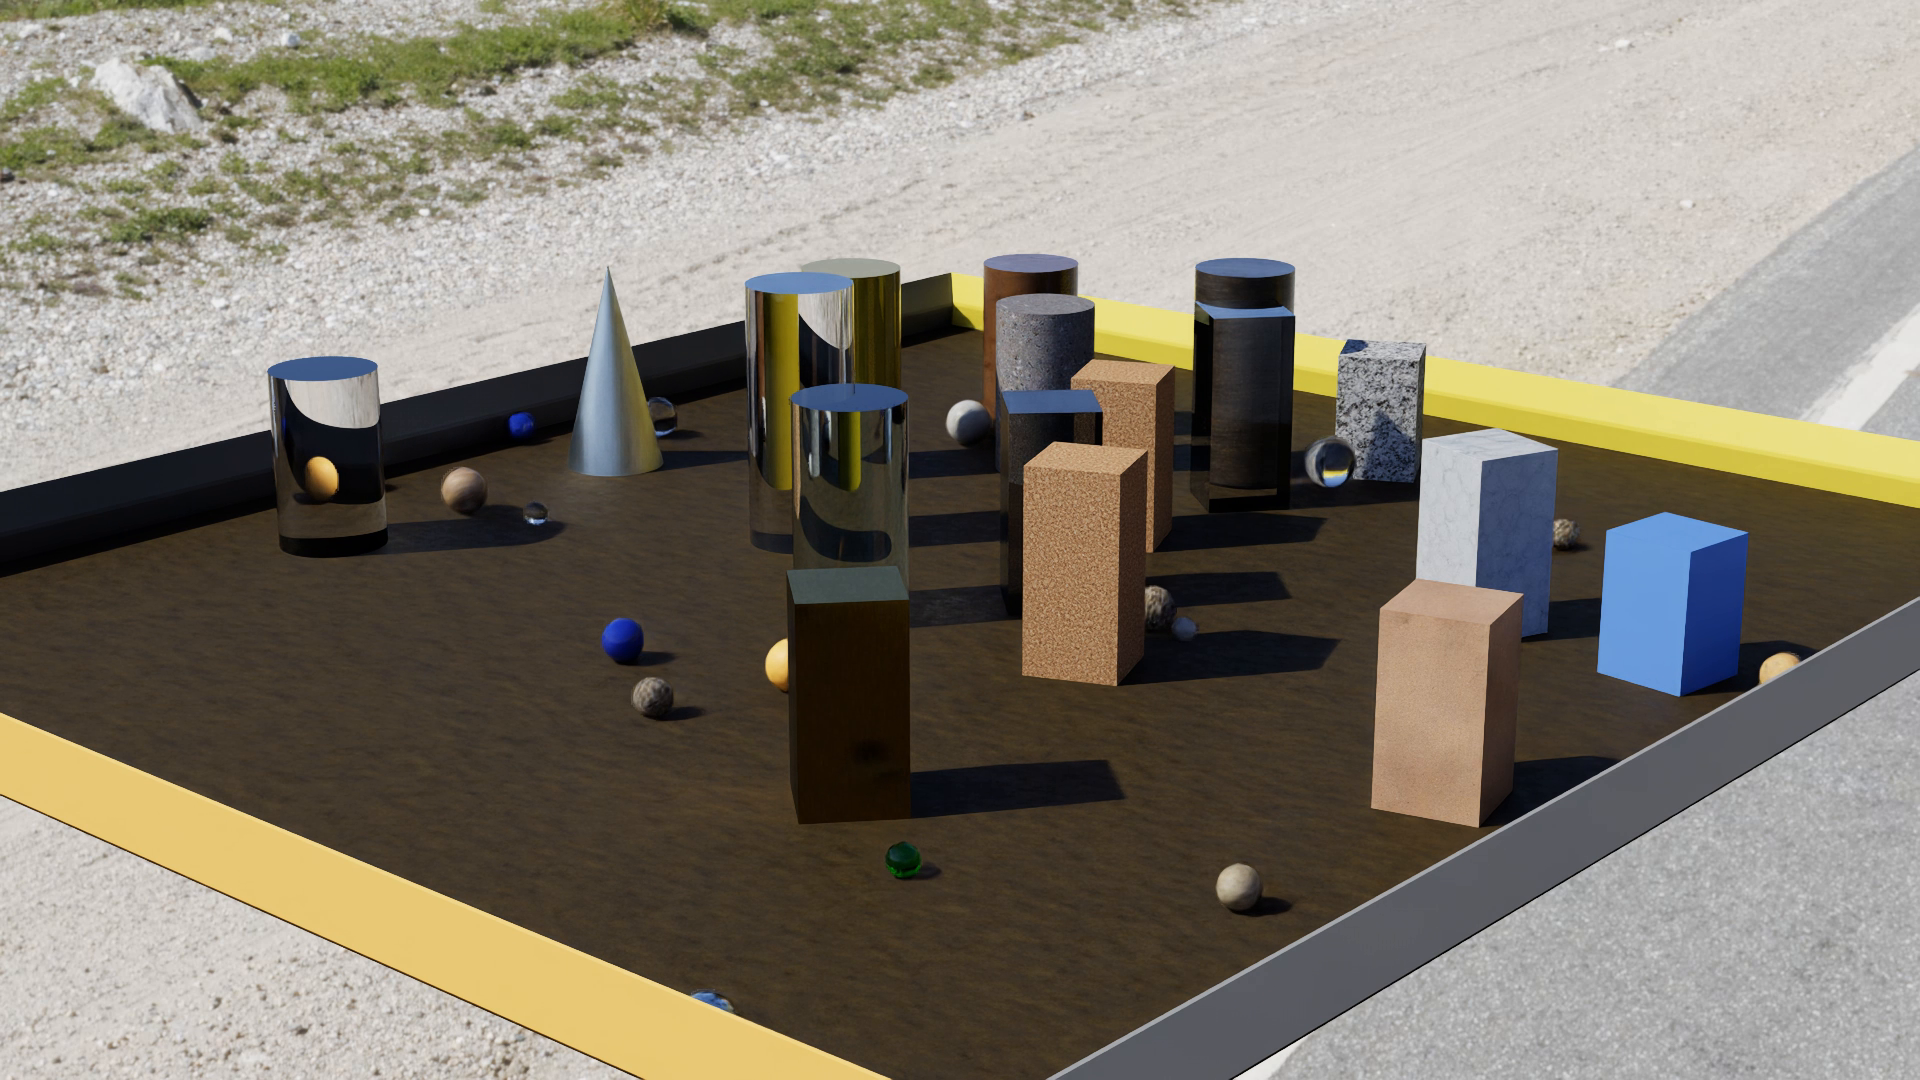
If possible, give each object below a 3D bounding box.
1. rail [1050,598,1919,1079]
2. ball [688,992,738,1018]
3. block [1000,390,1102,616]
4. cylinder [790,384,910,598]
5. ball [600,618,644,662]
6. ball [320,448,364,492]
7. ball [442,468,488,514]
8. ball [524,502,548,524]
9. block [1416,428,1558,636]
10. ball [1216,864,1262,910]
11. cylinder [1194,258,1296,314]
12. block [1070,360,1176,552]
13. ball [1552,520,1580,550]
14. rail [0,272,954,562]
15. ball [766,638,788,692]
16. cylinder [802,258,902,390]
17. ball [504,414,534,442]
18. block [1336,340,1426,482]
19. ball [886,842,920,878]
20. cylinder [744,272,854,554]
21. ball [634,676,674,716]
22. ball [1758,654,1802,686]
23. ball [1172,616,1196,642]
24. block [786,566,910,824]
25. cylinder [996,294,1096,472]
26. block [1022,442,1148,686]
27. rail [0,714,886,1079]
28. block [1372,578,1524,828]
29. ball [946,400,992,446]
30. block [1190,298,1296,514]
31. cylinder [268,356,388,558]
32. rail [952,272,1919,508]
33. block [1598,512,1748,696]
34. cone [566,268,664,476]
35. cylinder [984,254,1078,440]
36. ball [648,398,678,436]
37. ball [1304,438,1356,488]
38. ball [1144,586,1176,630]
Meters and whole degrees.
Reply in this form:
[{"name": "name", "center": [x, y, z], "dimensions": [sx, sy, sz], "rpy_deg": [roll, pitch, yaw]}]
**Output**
[{"name": "rail", "center": [1.068, 0.300, 4.232], "dimensions": [0.045, 0.129, 3.250], "rpy_deg": [14, 22, 39]}, {"name": "ball", "center": [-0.297, 0.568, 3.431], "dimensions": [0.079, 0.079, 0.079], "rpy_deg": [0, 17, 0]}, {"name": "block", "center": [0.156, -0.066, 5.053], "dimensions": [0.159, 0.357, 0.159], "rpy_deg": [-1, 17, -4]}, {"name": "cylinder", "center": [-0.186, -0.057, 4.979], "dimensions": [0.198, 0.382, 0.198], "rpy_deg": [0, 17, 0]}, {"name": "ball", "center": [-0.551, 0.163, 4.789], "dimensions": [0.071, 0.071, 0.071], "rpy_deg": [0, 17, 0]}, {"name": "ball", "center": [-1.214, -0.139, 5.761], "dimensions": [0.088, 0.088, 0.088], "rpy_deg": [0, 17, 0]}, {"name": "ball", "center": [-0.948, -0.095, 5.618], "dimensions": [0.087, 0.087, 0.087], "rpy_deg": [0, 17, 0]}, {"name": "ball", "center": [-0.802, -0.050, 5.545], "dimensions": [0.043, 0.043, 0.043], "rpy_deg": [0, 17, 0]}, {"name": "block", "center": [0.882, -0.007, 4.922], "dimensions": [0.159, 0.319, 0.159], "rpy_deg": [-9, 19, -27]}, {"name": "ball", "center": [0.366, 0.455, 3.839], "dimensions": [0.061, 0.061, 0.061], "rpy_deg": [0, 17, 0]}, {"name": "cylinder", "center": [0.566, -0.343, 5.877], "dimensions": [0.198, 0.413, 0.198], "rpy_deg": [0, 17, 0]}, {"name": "block", "center": [0.300, -0.157, 5.425], "dimensions": [0.159, 0.317, 0.159], "rpy_deg": [5, 17, 16]}, {"name": "ball", "center": [1.110, -0.010, 5.391], "dimensions": [0.056, 0.056, 0.056], "rpy_deg": [0, 17, 0]}, {"name": "rail", "center": [-1.068, -0.235, 6.008], "dimensions": [0.045, 0.129, 3.250], "rpy_deg": [14, 22, 39]}, {"name": "ball", "center": [-0.266, 0.198, 4.649], "dimensions": [0.085, 0.085, 0.085], "rpy_deg": [0, 17, 0]}, {"name": "cylinder", "center": [-0.216, -0.341, 5.870], "dimensions": [0.198, 0.413, 0.198], "rpy_deg": [0, 17, 0]}, {"name": "ball", "center": [-0.920, -0.235, 6.126], "dimensions": [0.061, 0.061, 0.061], "rpy_deg": [0, 17, 0]}, {"name": "block", "center": [0.844, -0.261, 5.887], "dimensions": [0.159, 0.249, 0.159], "rpy_deg": [4, 17, 13]}, {"name": "ball", "center": [-0.076, 0.430, 3.943], "dimensions": [0.048, 0.048, 0.048], "rpy_deg": [0, 17, 0]}, {"name": "cylinder", "center": [-0.292, -0.234, 5.390], "dimensions": [0.198, 0.485, 0.198], "rpy_deg": [0, 17, 0]}, {"name": "ball", "center": [-0.474, 0.242, 4.540], "dimensions": [0.063, 0.063, 0.063], "rpy_deg": [0, 17, 0]}, {"name": "ball", "center": [1.294, 0.215, 4.609], "dimensions": [0.075, 0.075, 0.075], "rpy_deg": [0, 17, 0]}, {"name": "ball", "center": [0.374, 0.148, 4.891], "dimensions": [0.041, 0.041, 0.041], "rpy_deg": [0, 17, 0]}, {"name": "block", "center": [-0.159, 0.219, 4.163], "dimensions": [0.159, 0.326, 0.159], "rpy_deg": [-2, 17, -7]}, {"name": "cylinder", "center": [0.171, -0.310, 5.901], "dimensions": [0.198, 0.336, 0.198], "rpy_deg": [0, 17, 0]}, {"name": "block", "center": [0.202, 0.036, 4.726], "dimensions": [0.159, 0.350, 0.159], "rpy_deg": [6, 18, 18]}, {"name": "rail", "center": [-1.050, 0.381, 3.962], "dimensions": [2.877, 0.129, 0.045], "rpy_deg": [14, 22, 39]}, {"name": "block", "center": [0.694, 0.229, 4.173], "dimensions": [0.159, 0.299, 0.159], "rpy_deg": [8, 19, 26]}, {"name": "ball", "center": [0.019, -0.244, 6.101], "dimensions": [0.094, 0.094, 0.094], "rpy_deg": [0, 17, 0]}, {"name": "block", "center": [0.543, -0.260, 5.655], "dimensions": [0.159, 0.381, 0.159], "rpy_deg": [-3, 17, -9]}, {"name": "cylinder", "center": [-1.161, -0.154, 5.391], "dimensions": [0.198, 0.331, 0.198], "rpy_deg": [0, 17, 0]}, {"name": "rail", "center": [1.050, -0.317, 6.277], "dimensions": [2.877, 0.129, 0.045], "rpy_deg": [14, 22, 39]}, {"name": "block", "center": [1.143, 0.101, 4.704], "dimensions": [0.159, 0.239, 0.159], "rpy_deg": [-15, 22, -40]}, {"name": "cone", "center": [-0.703, -0.353, 5.913], "dimensions": [0.198, 0.412, 0.198], "rpy_deg": [0, 17, 0]}, {"name": "cylinder", "center": [0.148, -0.403, 6.159], "dimensions": [0.198, 0.364, 0.198], "rpy_deg": [0, 17, 0]}, {"name": "ball", "center": [-0.635, -0.258, 6.168], "dimensions": [0.081, 0.081, 0.081], "rpy_deg": [0, 17, 0]}, {"name": "ball", "center": [0.730, -0.152, 5.788], "dimensions": [0.099, 0.099, 0.099], "rpy_deg": [0, 17, 0]}, {"name": "ball", "center": [0.326, 0.115, 4.943], "dimensions": [0.075, 0.075, 0.075], "rpy_deg": [0, 17, 0]}]
